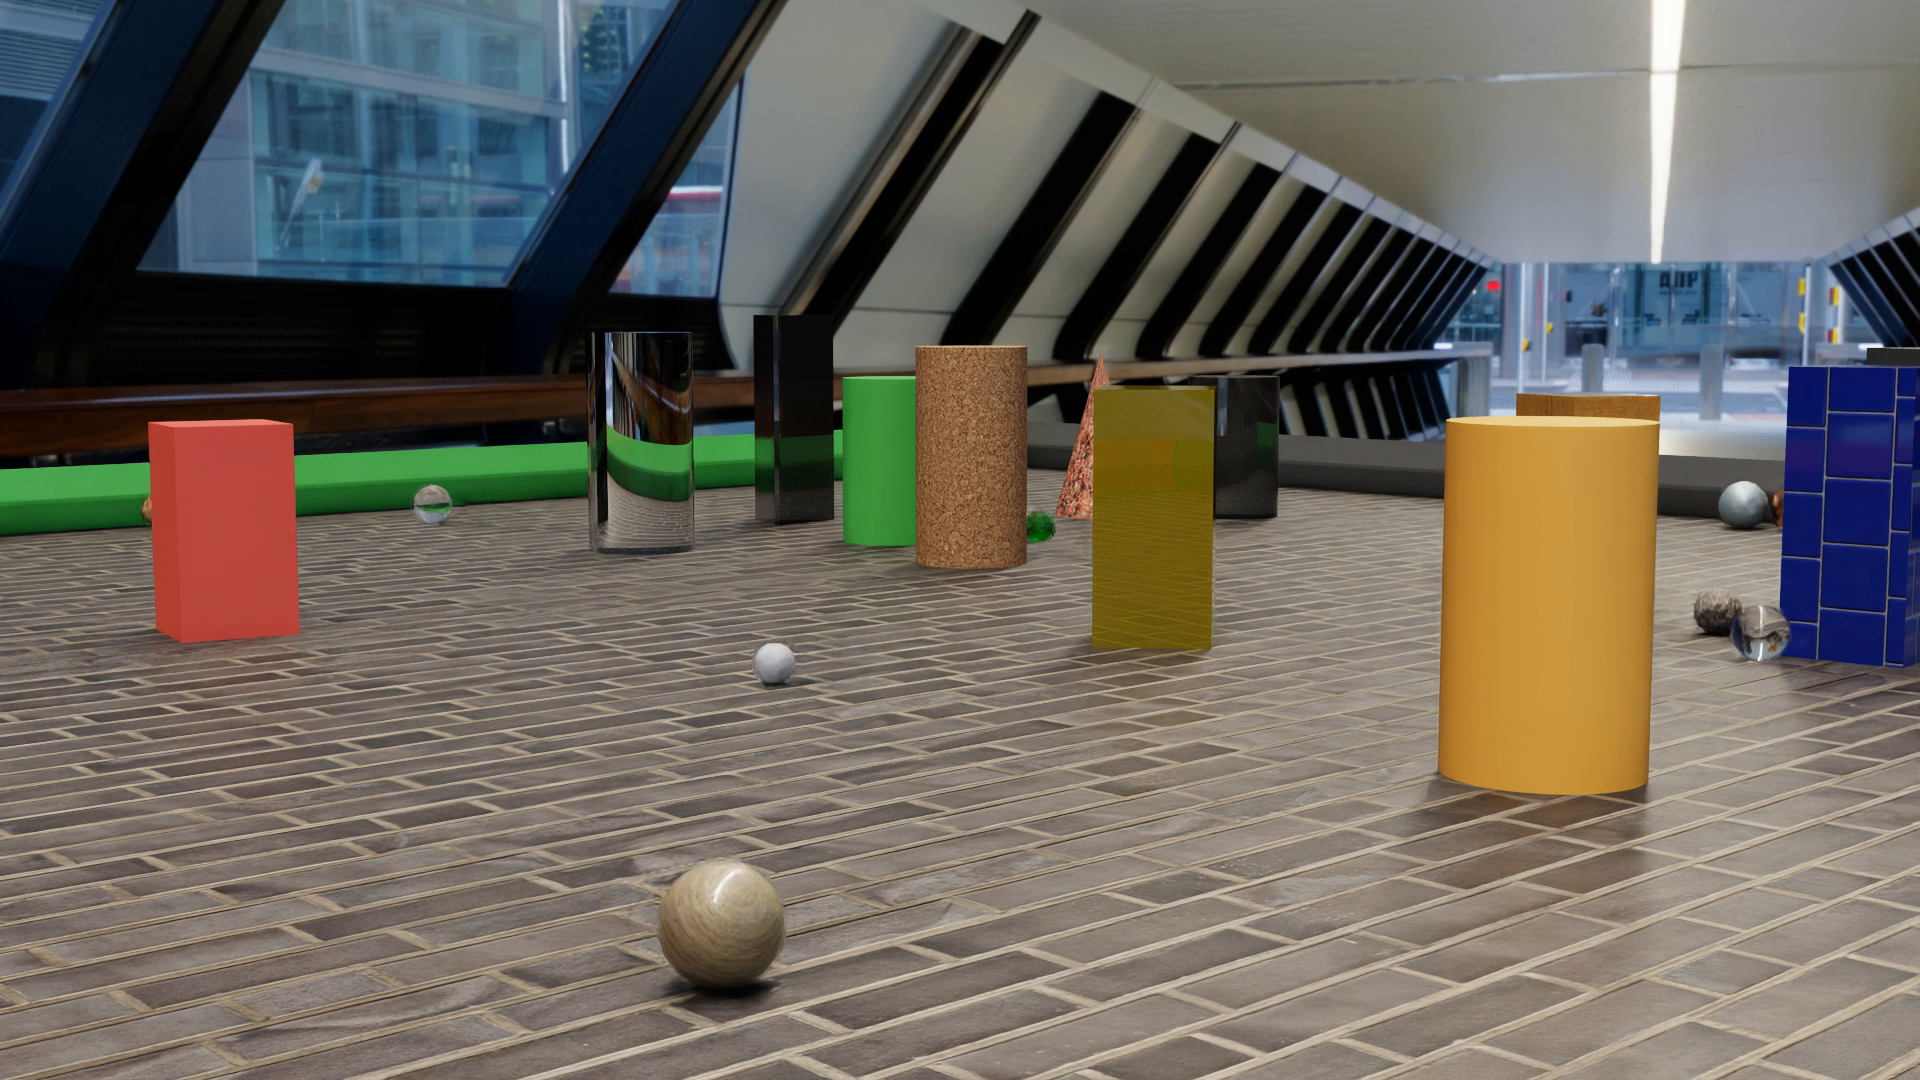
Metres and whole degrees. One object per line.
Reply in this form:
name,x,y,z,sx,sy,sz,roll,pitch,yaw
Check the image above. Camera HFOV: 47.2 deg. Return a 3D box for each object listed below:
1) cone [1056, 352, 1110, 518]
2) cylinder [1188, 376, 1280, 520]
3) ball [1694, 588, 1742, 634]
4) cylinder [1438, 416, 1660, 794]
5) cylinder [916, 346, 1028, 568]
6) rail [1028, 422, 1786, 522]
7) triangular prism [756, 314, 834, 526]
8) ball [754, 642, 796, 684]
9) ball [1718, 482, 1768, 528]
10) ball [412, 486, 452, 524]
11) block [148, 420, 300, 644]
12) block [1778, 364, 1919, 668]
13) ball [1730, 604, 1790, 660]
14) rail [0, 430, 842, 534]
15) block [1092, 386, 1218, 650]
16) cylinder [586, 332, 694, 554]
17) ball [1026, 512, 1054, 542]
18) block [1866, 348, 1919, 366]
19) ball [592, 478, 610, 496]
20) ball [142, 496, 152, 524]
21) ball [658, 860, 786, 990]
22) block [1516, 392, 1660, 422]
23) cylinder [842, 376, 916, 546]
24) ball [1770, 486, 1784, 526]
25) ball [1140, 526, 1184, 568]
cone,0.306,-0.232,4.788,0.197,0.355,0.197,0,6,0
cylinder,0.593,-0.204,4.777,0.197,0.302,0.197,0,6,0
ball,1.043,0.098,3.026,0.064,0.064,0.064,0,6,0
cylinder,0.563,0.056,2.108,0.197,0.339,0.197,0,6,0
cylinder,0.020,-0.150,3.882,0.197,0.381,0.197,0,6,0
rail,1.564,-0.117,4.767,0.045,0.128,4.119,-5,8,-42
triangular prism,-0.381,-0.259,4.659,0.148,0.434,0.170,5,8,40
ball,-0.222,0.147,2.626,0.050,0.050,0.050,0,6,0
ball,1.602,-0.072,4.496,0.097,0.097,0.097,0,6,0
ball,-1.103,-0.074,4.599,0.080,0.080,0.080,0,6,0
block,-1.019,-0.017,3.044,0.157,0.290,0.157,-4,7,-32
block,1.169,-0.037,2.834,0.157,0.373,0.157,5,8,41
ball,1.020,0.118,2.803,0.072,0.072,0.072,0,6,0
rail,-1.380,-0.122,4.820,4.302,0.128,0.045,-5,8,-42
block,0.264,-0.035,2.967,0.157,0.341,0.157,1,6,8
cylinder,-0.594,-0.184,4.091,0.197,0.404,0.197,0,6,0
ball,0.152,-0.026,4.238,0.059,0.059,0.059,0,6,0
block,1.463,-0.092,3.290,0.157,0.388,0.157,-1,6,-5
ball,-0.860,-0.127,5.272,0.045,0.045,0.045,0,6,0
ball,-1.638,-0.062,4.512,0.075,0.075,0.075,0,6,0
ball,-0.157,0.253,1.448,0.084,0.084,0.084,0,6,0
block,0.993,-0.075,3.496,0.157,0.312,0.157,-2,6,-19
cylinder,-0.128,-0.156,4.250,0.197,0.315,0.197,0,6,0
ball,1.691,-0.067,4.445,0.098,0.098,0.098,0,6,0
ball,0.349,0.012,3.802,0.075,0.075,0.075,0,6,0
